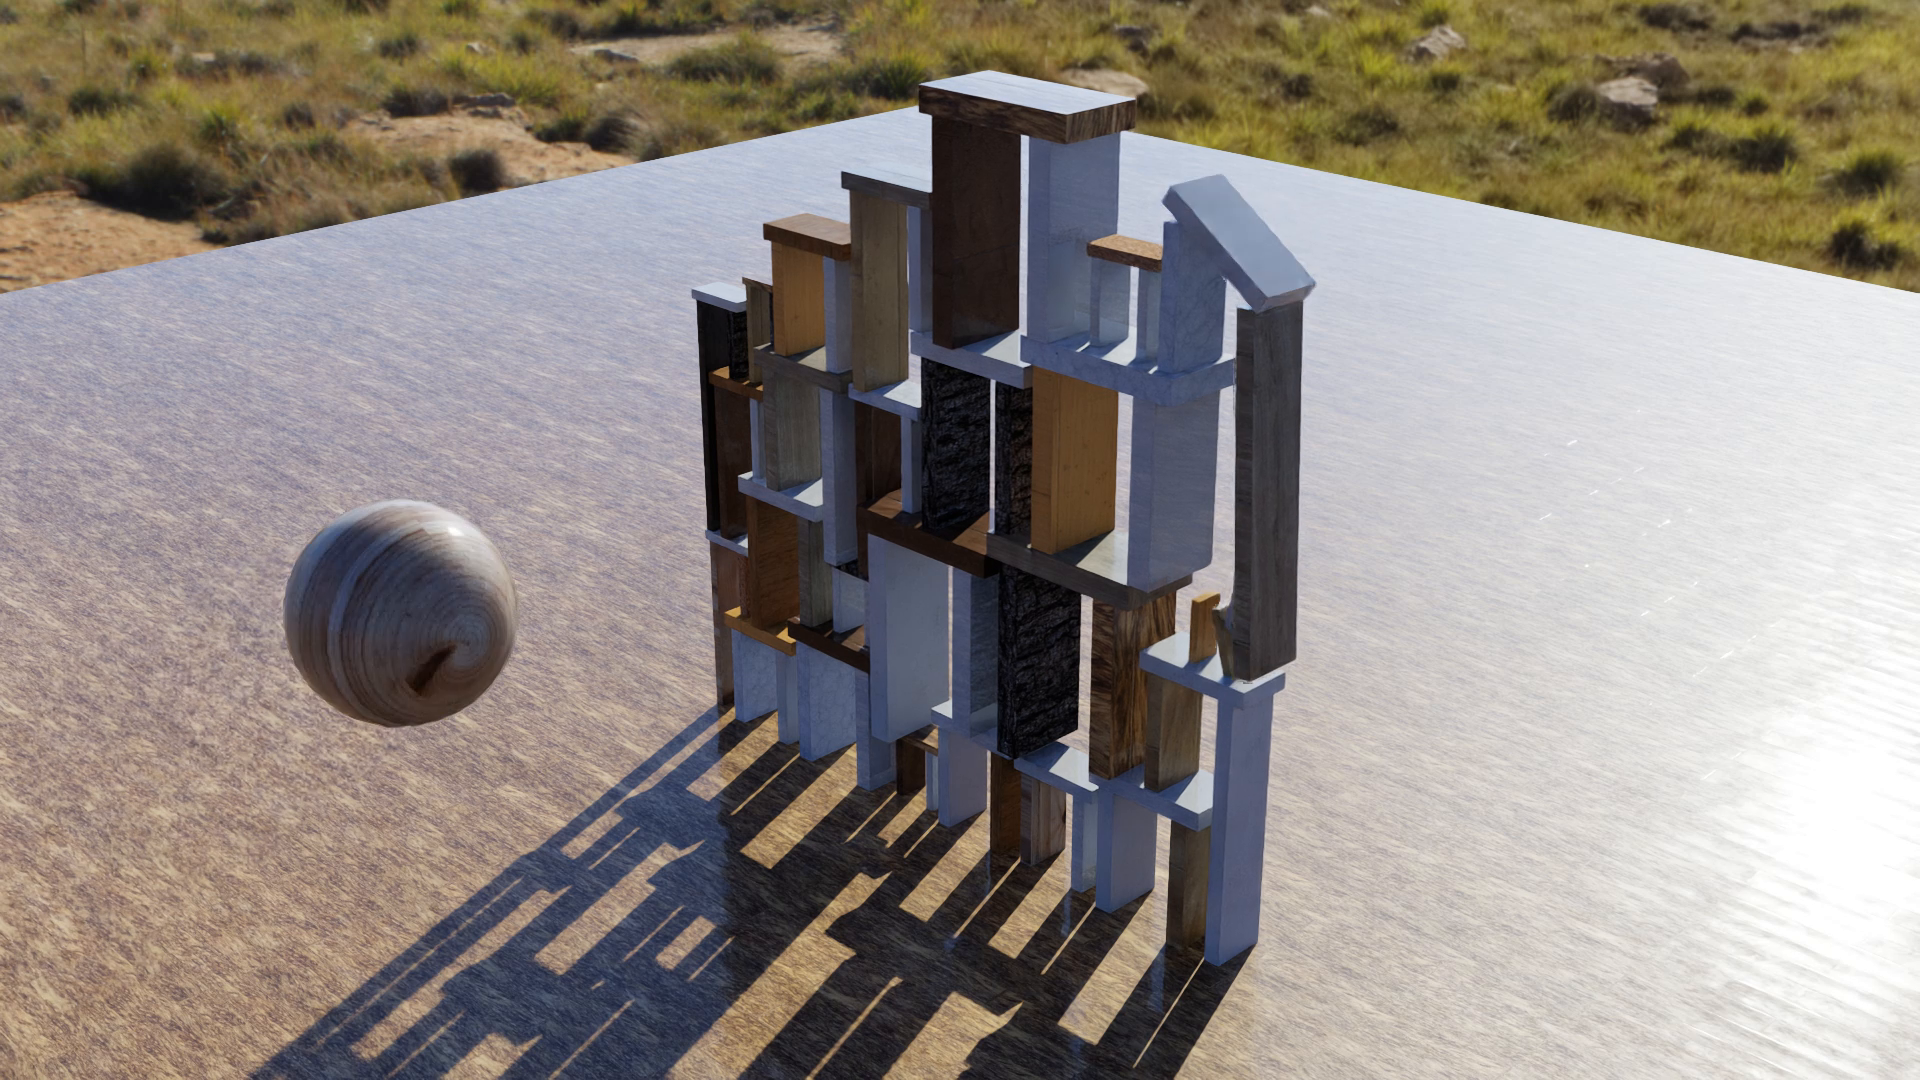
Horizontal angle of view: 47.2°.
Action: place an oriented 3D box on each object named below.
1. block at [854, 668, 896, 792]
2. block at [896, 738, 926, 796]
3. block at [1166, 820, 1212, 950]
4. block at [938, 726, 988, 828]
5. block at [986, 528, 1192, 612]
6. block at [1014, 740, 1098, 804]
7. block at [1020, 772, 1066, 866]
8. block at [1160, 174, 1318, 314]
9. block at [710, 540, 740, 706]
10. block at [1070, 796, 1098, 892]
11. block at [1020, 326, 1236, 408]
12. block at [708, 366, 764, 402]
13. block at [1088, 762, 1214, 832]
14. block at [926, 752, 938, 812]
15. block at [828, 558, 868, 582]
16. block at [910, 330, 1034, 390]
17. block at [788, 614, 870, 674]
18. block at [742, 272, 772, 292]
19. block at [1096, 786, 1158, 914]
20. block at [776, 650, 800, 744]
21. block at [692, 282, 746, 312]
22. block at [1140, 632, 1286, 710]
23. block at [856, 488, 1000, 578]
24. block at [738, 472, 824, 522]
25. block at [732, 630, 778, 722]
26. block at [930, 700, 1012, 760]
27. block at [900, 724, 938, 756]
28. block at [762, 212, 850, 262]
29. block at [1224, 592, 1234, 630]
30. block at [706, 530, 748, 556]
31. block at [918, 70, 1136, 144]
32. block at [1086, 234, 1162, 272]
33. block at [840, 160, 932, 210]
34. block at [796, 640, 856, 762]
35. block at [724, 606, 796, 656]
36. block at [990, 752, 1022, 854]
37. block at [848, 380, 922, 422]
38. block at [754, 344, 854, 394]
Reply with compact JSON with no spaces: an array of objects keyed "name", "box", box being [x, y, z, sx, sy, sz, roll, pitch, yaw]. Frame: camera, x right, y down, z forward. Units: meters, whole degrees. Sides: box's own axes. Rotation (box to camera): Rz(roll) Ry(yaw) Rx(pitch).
[{"name":"block","box":[-0.151,0.370,4.541,0.039,0.272,0.136,21,31,41]},{"name":"block","box":[-0.101,0.455,4.521,0.066,0.131,0.019,-21,31,-41]},{"name":"block","box":[0.435,0.605,4.004,0.037,0.258,0.129,21,31,41]},{"name":"block","box":[0.006,0.457,4.406,0.031,0.217,0.108,21,31,41]},{"name":"block","box":[0.232,0.031,3.983,0.173,0.049,0.347,-21,31,-40]},{"name":"block","box":[0.210,0.438,4.181,0.200,0.028,0.100,21,31,41]},{"name":"block","box":[0.162,0.525,4.269,0.028,0.200,0.100,21,31,41]},{"name":"block","box":[0.448,-0.479,3.536,0.126,0.036,0.252,-20,65,-40]},{"name":"block","box":[-0.509,0.175,4.845,0.020,0.394,0.072,21,31,41]},{"name":"block","box":[0.257,0.561,4.182,0.028,0.200,0.100,21,31,41]},{"name":"block","box":[0.287,-0.312,3.782,0.172,0.049,0.345,-21,31,-40]},{"name":"block","box":[-0.433,-0.327,4.559,0.172,0.024,0.086,21,31,40]},{"name":"block","box":[0.374,0.446,4.002,0.258,0.037,0.129,21,31,40]},{"name":"block","box":[-0.039,0.479,4.464,0.019,0.131,0.066,21,31,41]},{"name":"block","box":[-0.194,0.051,4.453,0.143,0.020,0.072,21,31,41]},{"name":"block","box":[0.061,-0.344,4.015,0.144,0.041,0.288,-21,31,-41]},{"name":"block","box":[-0.216,0.202,4.539,0.272,0.039,0.136,21,31,41]},{"name":"block","box":[-0.383,-0.518,4.429,0.108,0.015,0.054,21,31,40]},{"name":"block","box":[0.313,0.557,4.116,0.037,0.258,0.129,21,31,41]},{"name":"block","box":[-0.342,0.321,4.725,0.031,0.219,0.109,21,31,41]},{"name":"block","box":[-0.479,-0.501,4.536,0.073,0.021,0.147,-21,31,-41]},{"name":"block","box":[0.439,0.226,3.838,0.231,0.033,0.116,21,31,40]},{"name":"block","box":[-0.018,-0.022,4.229,0.346,0.049,0.173,21,31,40]},{"name":"block","box":[-0.334,-0.101,4.540,0.242,0.034,0.121,21,31,41]},{"name":"block","box":[-0.445,0.280,4.820,0.031,0.219,0.109,21,31,41]},{"name":"block","box":[0.057,0.362,4.312,0.108,0.031,0.217,-21,31,-40]},{"name":"block","box":[-0.070,0.398,4.463,0.131,0.019,0.066,21,31,40]},{"name":"block","box":[-0.264,-0.589,4.264,0.229,0.032,0.114,21,31,40]},{"name":"block","box":[0.485,0.094,3.733,0.059,0.118,0.017,-19,43,-41]},{"name":"block","box":[-0.475,-0.003,4.733,0.144,0.020,0.072,21,31,41]},{"name":"block","box":[0.113,-0.747,3.784,0.176,0.050,0.351,-21,31,-40]},{"name":"block","box":[0.297,-0.483,3.699,0.155,0.022,0.077,20,30,39]},{"name":"block","box":[-0.097,-0.655,4.053,0.234,0.033,0.117,21,31,41]},{"name":"block","box":[-0.280,0.320,4.659,0.039,0.272,0.136,21,31,41]},{"name":"block","box":[-0.393,0.186,4.724,0.219,0.031,0.109,21,31,41]},{"name":"block","box":[0.108,0.497,4.312,0.108,0.217,0.031,-21,31,-41]},{"name":"block","box":[-0.114,-0.276,4.234,0.097,0.027,0.194,-21,31,-41]},{"name":"block","box":[-0.277,-0.352,4.379,0.258,0.037,0.129,21,31,40]}]
